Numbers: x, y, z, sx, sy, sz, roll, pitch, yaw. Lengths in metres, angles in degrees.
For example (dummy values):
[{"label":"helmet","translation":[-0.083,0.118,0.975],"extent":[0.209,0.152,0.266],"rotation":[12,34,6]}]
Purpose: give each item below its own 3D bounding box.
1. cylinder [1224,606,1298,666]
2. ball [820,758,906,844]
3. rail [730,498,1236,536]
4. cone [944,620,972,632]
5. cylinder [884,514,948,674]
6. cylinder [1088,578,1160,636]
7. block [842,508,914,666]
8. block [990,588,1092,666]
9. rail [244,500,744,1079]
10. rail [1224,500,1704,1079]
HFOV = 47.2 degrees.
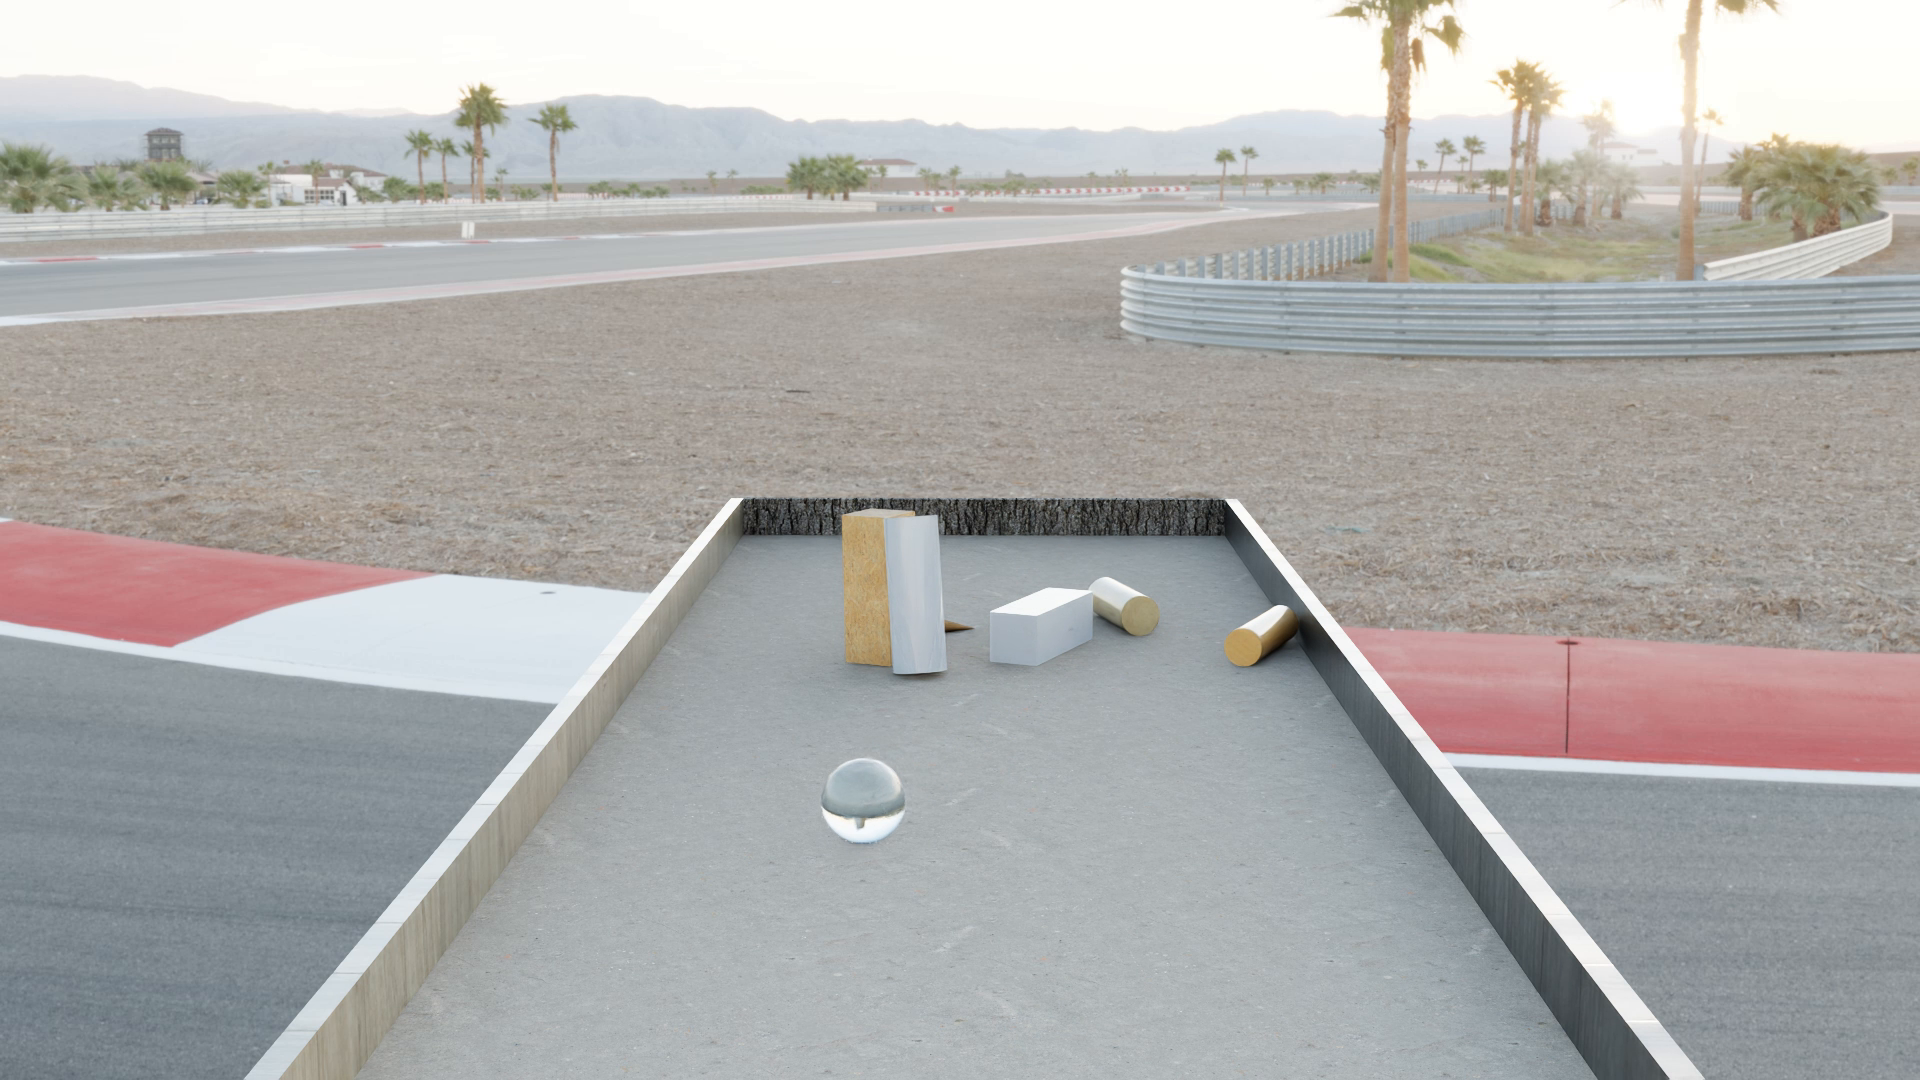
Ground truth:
[{"label":"cylinder","translation":[0.933,0.294,6.785],"extent":[0.116,0.116,0.409],"rotation":[4,10,24]},{"label":"ball","translation":[-0.211,0.571,4.813],"extent":[0.186,0.186,0.186],"rotation":[0,9,0]},{"label":"rail","translation":[0.099,-0.098,9.147],"extent":[2.100,0.150,0.050],"rotation":[0,9,1]},{"label":"cone","translation":[-0.105,0.273,7.090],"extent":[0.367,0.124,0.124],"rotation":[6,5,-31]},{"label":"cylinder","translation":[-0.132,0.159,6.489],"extent":[0.161,0.457,0.161],"rotation":[-4,1,0]},{"label":"cylinder","translation":[0.534,0.217,7.226],"extent":[0.130,0.130,0.356],"rotation":[-2,9,-15]},{"label":"block","translation":[-0.242,0.141,6.668],"extent":[0.160,0.450,0.160],"rotation":[4,10,30]},{"label":"block","translation":[0.257,0.266,6.838],"extent":[0.154,0.154,0.452],"rotation":[4,10,25]},{"label":"rail","translation":[-1.004,0.839,3.234],"extent":[0.050,0.150,12.000],"rotation":[0,9,1]},{"label":"rail","translation":[1.046,0.843,3.208],"extent":[0.050,0.150,12.000],"rotation":[0,9,1]}]
